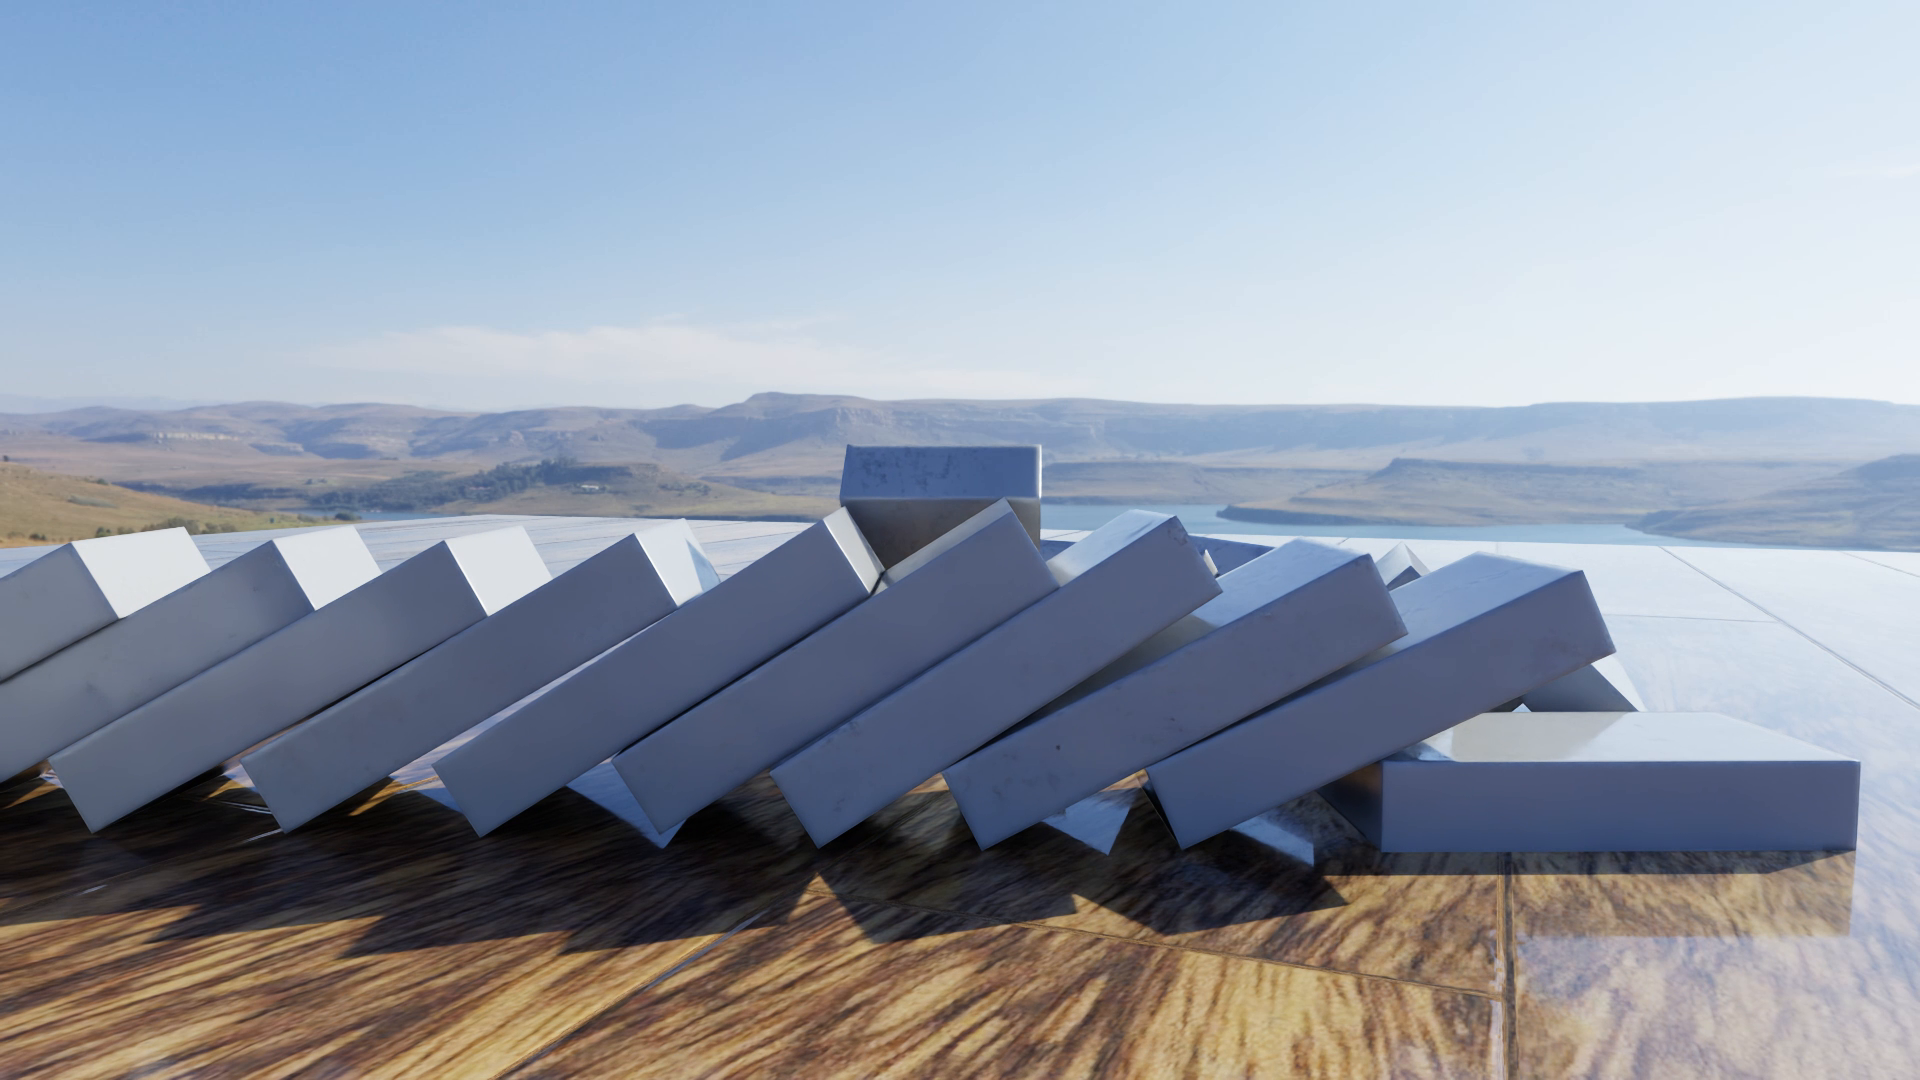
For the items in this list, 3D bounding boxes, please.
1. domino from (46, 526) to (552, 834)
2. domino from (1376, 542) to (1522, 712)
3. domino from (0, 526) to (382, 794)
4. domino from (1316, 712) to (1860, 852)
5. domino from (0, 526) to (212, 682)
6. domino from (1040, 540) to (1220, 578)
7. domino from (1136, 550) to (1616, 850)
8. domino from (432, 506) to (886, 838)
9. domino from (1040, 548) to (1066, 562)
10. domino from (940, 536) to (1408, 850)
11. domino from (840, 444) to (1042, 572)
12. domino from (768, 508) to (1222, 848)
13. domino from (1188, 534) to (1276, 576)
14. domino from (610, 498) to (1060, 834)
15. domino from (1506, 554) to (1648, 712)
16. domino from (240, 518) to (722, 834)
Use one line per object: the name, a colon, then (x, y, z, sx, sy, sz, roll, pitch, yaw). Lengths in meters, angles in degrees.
domino: (-0.075, 0.015, 0.152, 0.050, 0.010, 0.025, -28, 4, 2)
domino: (0.078, 0.014, 0.211, 0.009, 0.025, 0.050, -43, -9, 16)
domino: (-0.097, 0.015, 0.153, 0.050, 0.009, 0.025, -29, 7, -4)
domino: (0.069, 0.027, 0.146, 0.050, 0.010, 0.025, 0, 4, -1)
domino: (-0.117, 0.015, 0.149, 0.050, 0.009, 0.025, -29, 7, -4)
domino: (0.027, 0.012, 0.245, 0.050, 0.009, 0.025, 4, -38, 39)
domino: (0.044, 0.017, 0.146, 0.050, 0.010, 0.025, -25, 4, 0)
domino: (-0.033, 0.014, 0.150, 0.050, 0.009, 0.025, -32, 4, 3)
domino: (-0.005, 0.013, 0.236, 0.050, 0.010, 0.025, 1, -40, 7)
domino: (0.022, 0.016, 0.146, 0.050, 0.009, 0.025, -27, 4, 1)
domino: (-0.001, 0.008, 0.180, 0.025, 0.050, 0.009, 0, 49, 4)
domino: (0.003, 0.014, 0.146, 0.050, 0.009, 0.025, -32, 4, -1)
domino: (0.058, 0.013, 0.237, 0.025, 0.009, 0.050, 46, -10, -16)
domino: (-0.013, 0.013, 0.147, 0.050, 0.009, 0.025, -32, 4, 3)
domino: (0.086, 0.016, 0.187, 0.009, 0.025, 0.050, -46, -13, 19)
domino: (-0.054, 0.015, 0.151, 0.050, 0.010, 0.025, -30, 4, 2)
